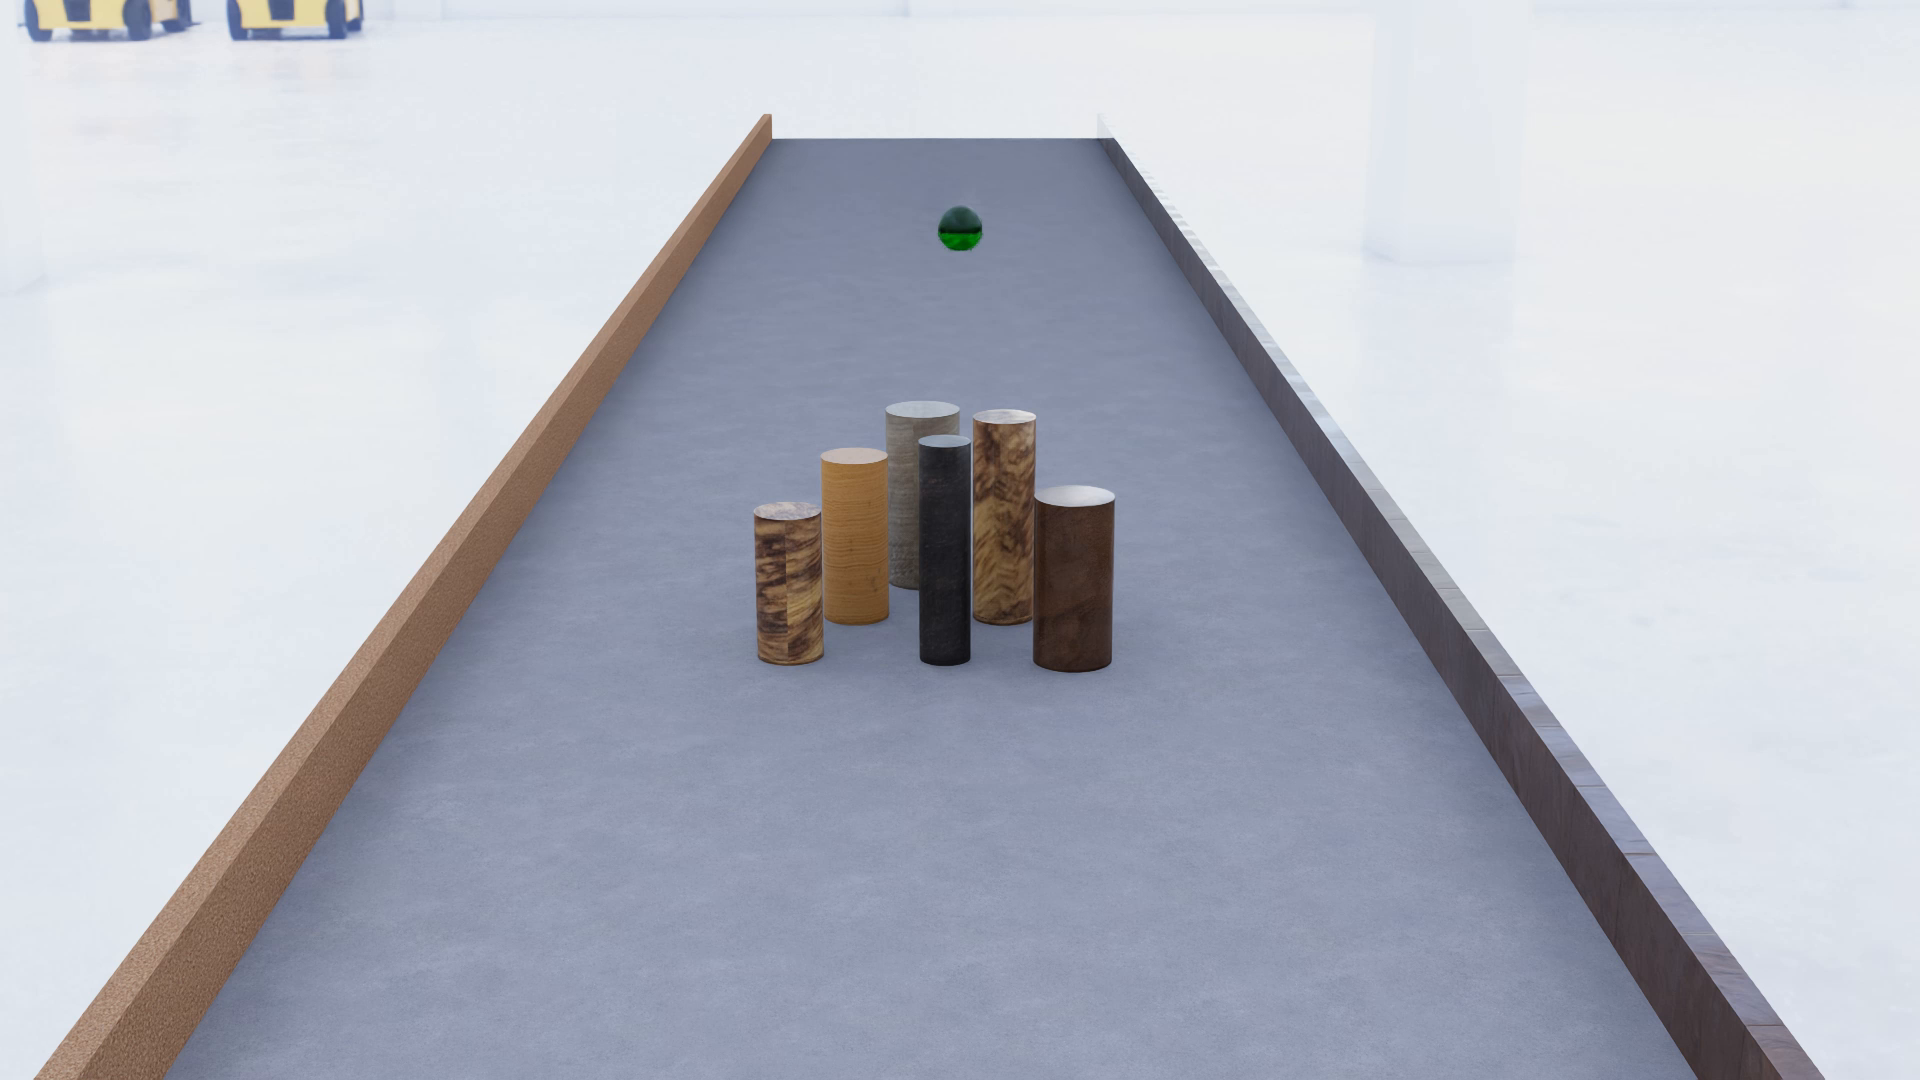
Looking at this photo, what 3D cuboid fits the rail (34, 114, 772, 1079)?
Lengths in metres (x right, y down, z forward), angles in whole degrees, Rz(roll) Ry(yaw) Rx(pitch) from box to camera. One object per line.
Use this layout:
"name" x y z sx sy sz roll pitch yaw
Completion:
"rail" -1.118 -0.838 7.780 0.050 0.150 12.000 0 17 -1

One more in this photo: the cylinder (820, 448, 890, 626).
"cylinder" -0.221 -0.008 4.640 0.140 0.350 0.140 0 17 0

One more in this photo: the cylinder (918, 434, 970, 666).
"cylinder" -0.030 0.021 4.367 0.104 0.449 0.104 0 17 0

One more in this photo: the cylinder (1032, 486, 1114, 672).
"cylinder" 0.226 0.076 4.372 0.159 0.340 0.159 0 17 0

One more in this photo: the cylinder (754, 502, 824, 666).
"cylinder" -0.342 0.087 4.405 0.134 0.302 0.134 0 17 0

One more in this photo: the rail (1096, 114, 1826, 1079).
"rail" 0.932 -0.844 7.801 0.050 0.150 12.000 0 17 -1

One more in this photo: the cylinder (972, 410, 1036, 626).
"cylinder" 0.092 -0.047 4.621 0.131 0.436 0.131 0 17 0

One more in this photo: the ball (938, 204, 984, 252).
"ball" 0.001 -1.324 9.334 0.196 0.196 0.196 0 17 0

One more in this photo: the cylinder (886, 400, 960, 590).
"cylinder" -0.082 -0.099 4.874 0.163 0.391 0.163 0 17 0
